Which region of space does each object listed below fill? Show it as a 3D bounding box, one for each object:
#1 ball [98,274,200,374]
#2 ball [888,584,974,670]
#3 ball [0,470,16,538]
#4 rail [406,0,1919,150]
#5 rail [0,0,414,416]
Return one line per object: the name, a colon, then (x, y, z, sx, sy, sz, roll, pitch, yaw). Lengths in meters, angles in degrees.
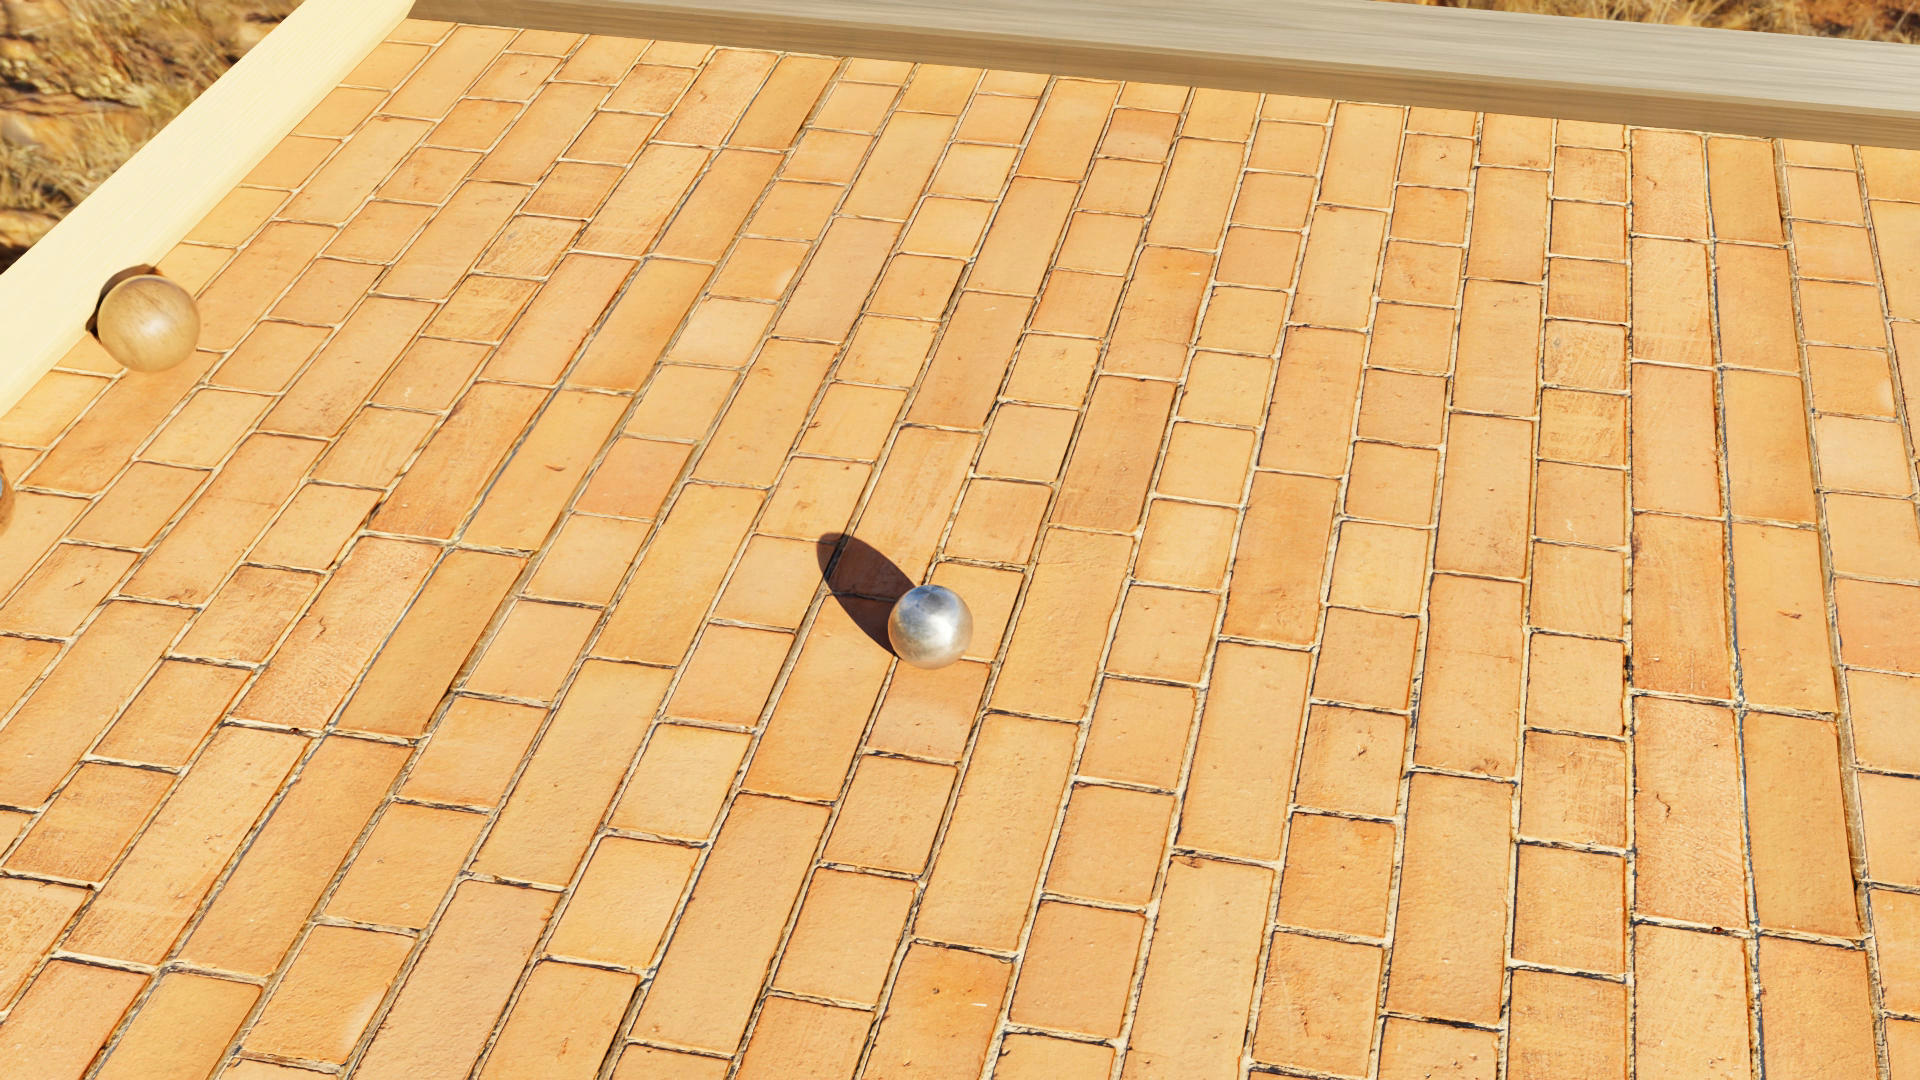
ball: (-0.715, -0.190, 2.263, 0.087, 0.087, 0.087, 0, 34, 0)
ball: (-0.022, 0.065, 1.906, 0.064, 0.064, 0.064, 0, 34, 0)
ball: (-0.788, -0.028, 2.033, 0.075, 0.075, 0.075, 0, 34, 0)
rail: (1.044, -0.433, 2.598, 3.454, 0.113, 0.045, 7, 35, 10)
rail: (-0.821, -0.115, 2.127, 0.045, 0.113, 1.944, 7, 35, 10)
